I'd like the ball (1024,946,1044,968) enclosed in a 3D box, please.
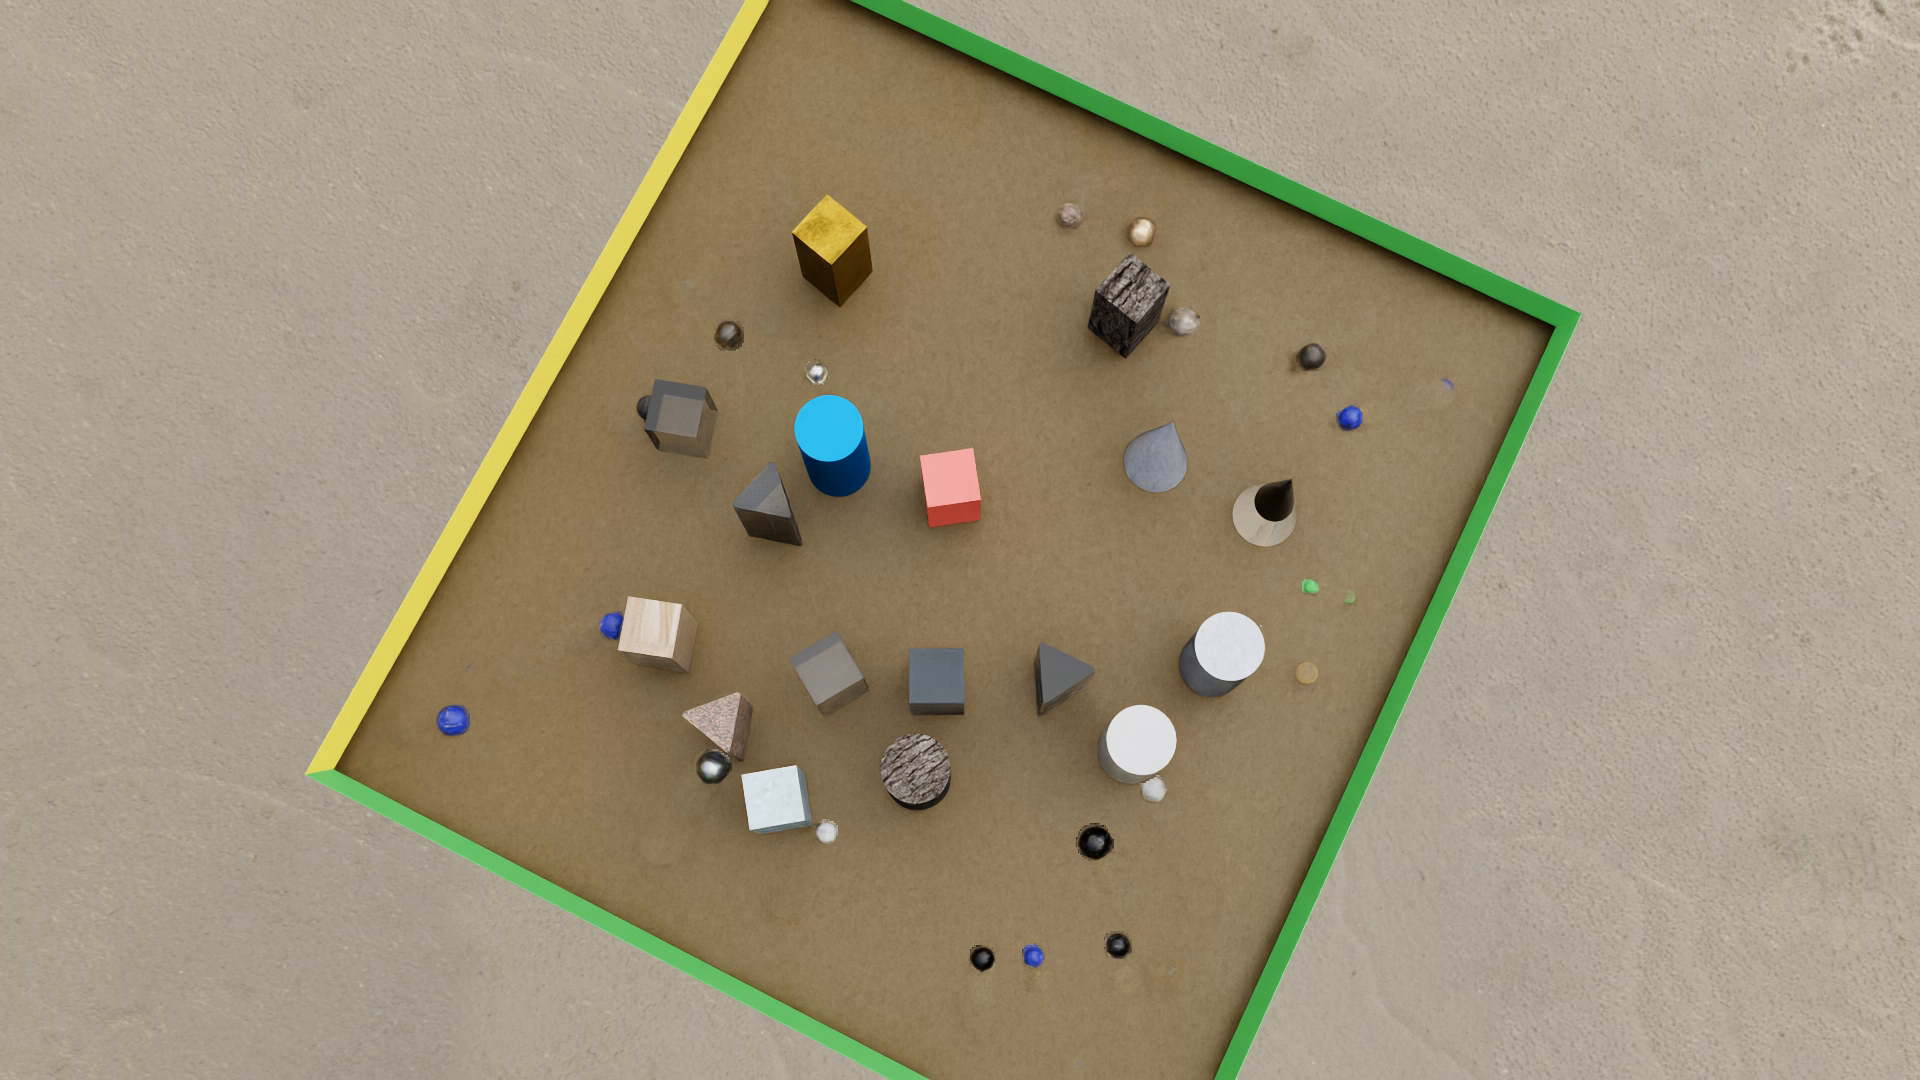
[{"bbox_3d":[0.215,1.213,5.335,0.059,0.059,0.059,0,78,0],"label":"ball"}]

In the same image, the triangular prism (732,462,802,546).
[{"bbox_3d":[-0.551,-0.112,5.431,0.170,0.409,0.148,11,79,2],"label":"triangular prism"}]

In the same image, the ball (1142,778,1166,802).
[{"bbox_3d":[0.574,0.739,5.424,0.073,0.073,0.073,0,78,0],"label":"ball"}]

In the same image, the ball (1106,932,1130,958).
[{"bbox_3d":[0.459,1.181,5.335,0.072,0.072,0.072,0,78,0],"label":"ball"}]

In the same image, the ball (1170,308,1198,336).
[{"bbox_3d":[0.698,-0.682,5.713,0.087,0.087,0.087,0,78,0],"label":"ball"}]

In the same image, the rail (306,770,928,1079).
[{"bbox_3d":[-0.654,1.287,5.284,2.790,0.128,0.045,26,80,5],"label":"rail"}]

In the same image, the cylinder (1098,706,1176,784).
[{"bbox_3d":[0.510,0.596,5.318,0.197,0.343,0.197,0,78,0],"label":"cylinder"}]

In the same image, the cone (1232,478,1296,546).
[{"bbox_3d":[0.936,-0.125,5.400,0.197,0.475,0.197,0,78,0],"label":"cone"}]

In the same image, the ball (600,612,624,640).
[{"bbox_3d":[-1.045,0.259,5.522,0.081,0.081,0.081,0,78,0],"label":"ball"}]

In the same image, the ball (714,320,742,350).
[{"bbox_3d":[-0.721,-0.638,5.703,0.090,0.090,0.090,0,78,0],"label":"ball"}]

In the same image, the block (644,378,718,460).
[{"bbox_3d":[-0.844,-0.365,5.561,0.157,0.256,0.157,10,78,2],"label":"block"}]

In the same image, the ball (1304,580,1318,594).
[{"bbox_3d":[1.067,0.143,5.565,0.043,0.043,0.043,0,78,0],"label":"ball"}]

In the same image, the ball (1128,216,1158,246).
[{"bbox_3d":[0.575,-0.973,5.772,0.090,0.090,0.090,0,78,0],"label":"ball"}]

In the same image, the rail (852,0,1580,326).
[{"bbox_3d":[0.654,-1.273,5.814,2.790,0.128,0.045,26,80,5],"label":"rail"}]

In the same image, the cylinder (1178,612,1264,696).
[{"bbox_3d":[0.760,0.338,5.350,0.197,0.386,0.197,0,78,0],"label":"cylinder"}]

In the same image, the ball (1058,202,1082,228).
[{"bbox_3d":[0.348,-1.027,5.789,0.080,0.080,0.080,0,78,0],"label":"ball"}]

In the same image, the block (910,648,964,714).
[{"bbox_3d":[-0.067,0.418,5.376,0.157,0.301,0.157,0,78,0],"label":"block"}]

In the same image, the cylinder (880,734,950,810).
[{"bbox_3d":[-0.125,0.675,5.313,0.197,0.320,0.197,0,78,0],"label":"cylinder"}]

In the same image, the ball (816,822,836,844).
[{"bbox_3d":[-0.394,0.863,5.406,0.061,0.061,0.061,0,78,0],"label":"ball"}]

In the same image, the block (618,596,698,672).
[{"bbox_3d":[-0.887,0.281,5.397,0.157,0.316,0.157,8,78,2],"label":"block"}]

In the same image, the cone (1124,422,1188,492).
[{"bbox_3d":[0.606,-0.290,5.441,0.197,0.462,0.197,0,78,0],"label":"cone"}]

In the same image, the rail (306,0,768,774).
[{"bbox_3d":[-1.226,-0.594,5.673,0.045,0.128,2.971,26,80,5],"label":"rail"}]

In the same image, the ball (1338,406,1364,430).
[{"bbox_3d":[1.207,-0.377,5.657,0.074,0.074,0.074,0,78,0],"label":"ball"}]

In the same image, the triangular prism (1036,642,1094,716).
[{"bbox_3d":[0.268,0.388,5.346,0.170,0.374,0.148,-33,80,-6],"label":"triangular prism"}]

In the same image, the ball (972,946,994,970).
[{"bbox_3d":[0.066,1.217,5.330,0.069,0.069,0.069,0,78,0],"label":"ball"}]

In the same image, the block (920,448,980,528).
[{"bbox_3d":[-0.028,-0.154,5.506,0.157,0.280,0.157,-8,78,-2],"label":"block"}]

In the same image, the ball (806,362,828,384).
[{"bbox_3d":[-0.444,-0.519,5.690,0.066,0.066,0.066,0,78,0],"label":"ball"}]

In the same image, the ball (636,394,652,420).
[{"bbox_3d":[-0.956,-0.407,5.658,0.084,0.084,0.084,0,78,0],"label":"ball"}]

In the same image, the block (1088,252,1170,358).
[{"bbox_3d":[0.511,-0.710,5.583,0.157,0.353,0.157,40,81,8],"label":"block"}]

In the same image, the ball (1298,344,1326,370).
[{"bbox_3d":[1.094,-0.569,5.692,0.083,0.083,0.083,0,78,0],"label":"ball"}]

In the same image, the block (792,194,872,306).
[{"bbox_3d":[-0.386,-0.879,5.603,0.157,0.382,0.157,40,81,8],"label":"block"}]

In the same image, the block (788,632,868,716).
[{"bbox_3d":[-0.381,0.396,5.378,0.157,0.306,0.157,-30,80,-6],"label":"block"}]

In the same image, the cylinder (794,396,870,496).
[{"bbox_3d":[-0.374,-0.274,5.446,0.197,0.446,0.197,0,78,0],"label":"cylinder"}]

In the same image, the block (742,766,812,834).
[{"bbox_3d":[-0.529,0.756,5.319,0.157,0.276,0.157,-10,78,-2],"label":"block"}]

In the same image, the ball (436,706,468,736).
[{"bbox_3d":[-1.512,0.538,5.459,0.091,0.091,0.091,0,78,0],"label":"ball"}]

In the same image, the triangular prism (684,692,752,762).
[{"bbox_3d":[-0.671,0.522,5.341,0.170,0.328,0.148,39,81,7],"label":"triangular prism"}]

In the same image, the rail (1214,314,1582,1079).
[{"bbox_3d":[1.226,0.607,5.425,0.045,0.128,2.971,26,80,5],"label":"rail"}]

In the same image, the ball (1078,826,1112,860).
[{"bbox_3d":[0.398,0.889,5.383,0.097,0.097,0.097,0,78,0],"label":"ball"}]

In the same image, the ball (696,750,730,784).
[{"bbox_3d":[-0.732,0.674,5.427,0.098,0.098,0.098,0,78,0],"label":"ball"}]
